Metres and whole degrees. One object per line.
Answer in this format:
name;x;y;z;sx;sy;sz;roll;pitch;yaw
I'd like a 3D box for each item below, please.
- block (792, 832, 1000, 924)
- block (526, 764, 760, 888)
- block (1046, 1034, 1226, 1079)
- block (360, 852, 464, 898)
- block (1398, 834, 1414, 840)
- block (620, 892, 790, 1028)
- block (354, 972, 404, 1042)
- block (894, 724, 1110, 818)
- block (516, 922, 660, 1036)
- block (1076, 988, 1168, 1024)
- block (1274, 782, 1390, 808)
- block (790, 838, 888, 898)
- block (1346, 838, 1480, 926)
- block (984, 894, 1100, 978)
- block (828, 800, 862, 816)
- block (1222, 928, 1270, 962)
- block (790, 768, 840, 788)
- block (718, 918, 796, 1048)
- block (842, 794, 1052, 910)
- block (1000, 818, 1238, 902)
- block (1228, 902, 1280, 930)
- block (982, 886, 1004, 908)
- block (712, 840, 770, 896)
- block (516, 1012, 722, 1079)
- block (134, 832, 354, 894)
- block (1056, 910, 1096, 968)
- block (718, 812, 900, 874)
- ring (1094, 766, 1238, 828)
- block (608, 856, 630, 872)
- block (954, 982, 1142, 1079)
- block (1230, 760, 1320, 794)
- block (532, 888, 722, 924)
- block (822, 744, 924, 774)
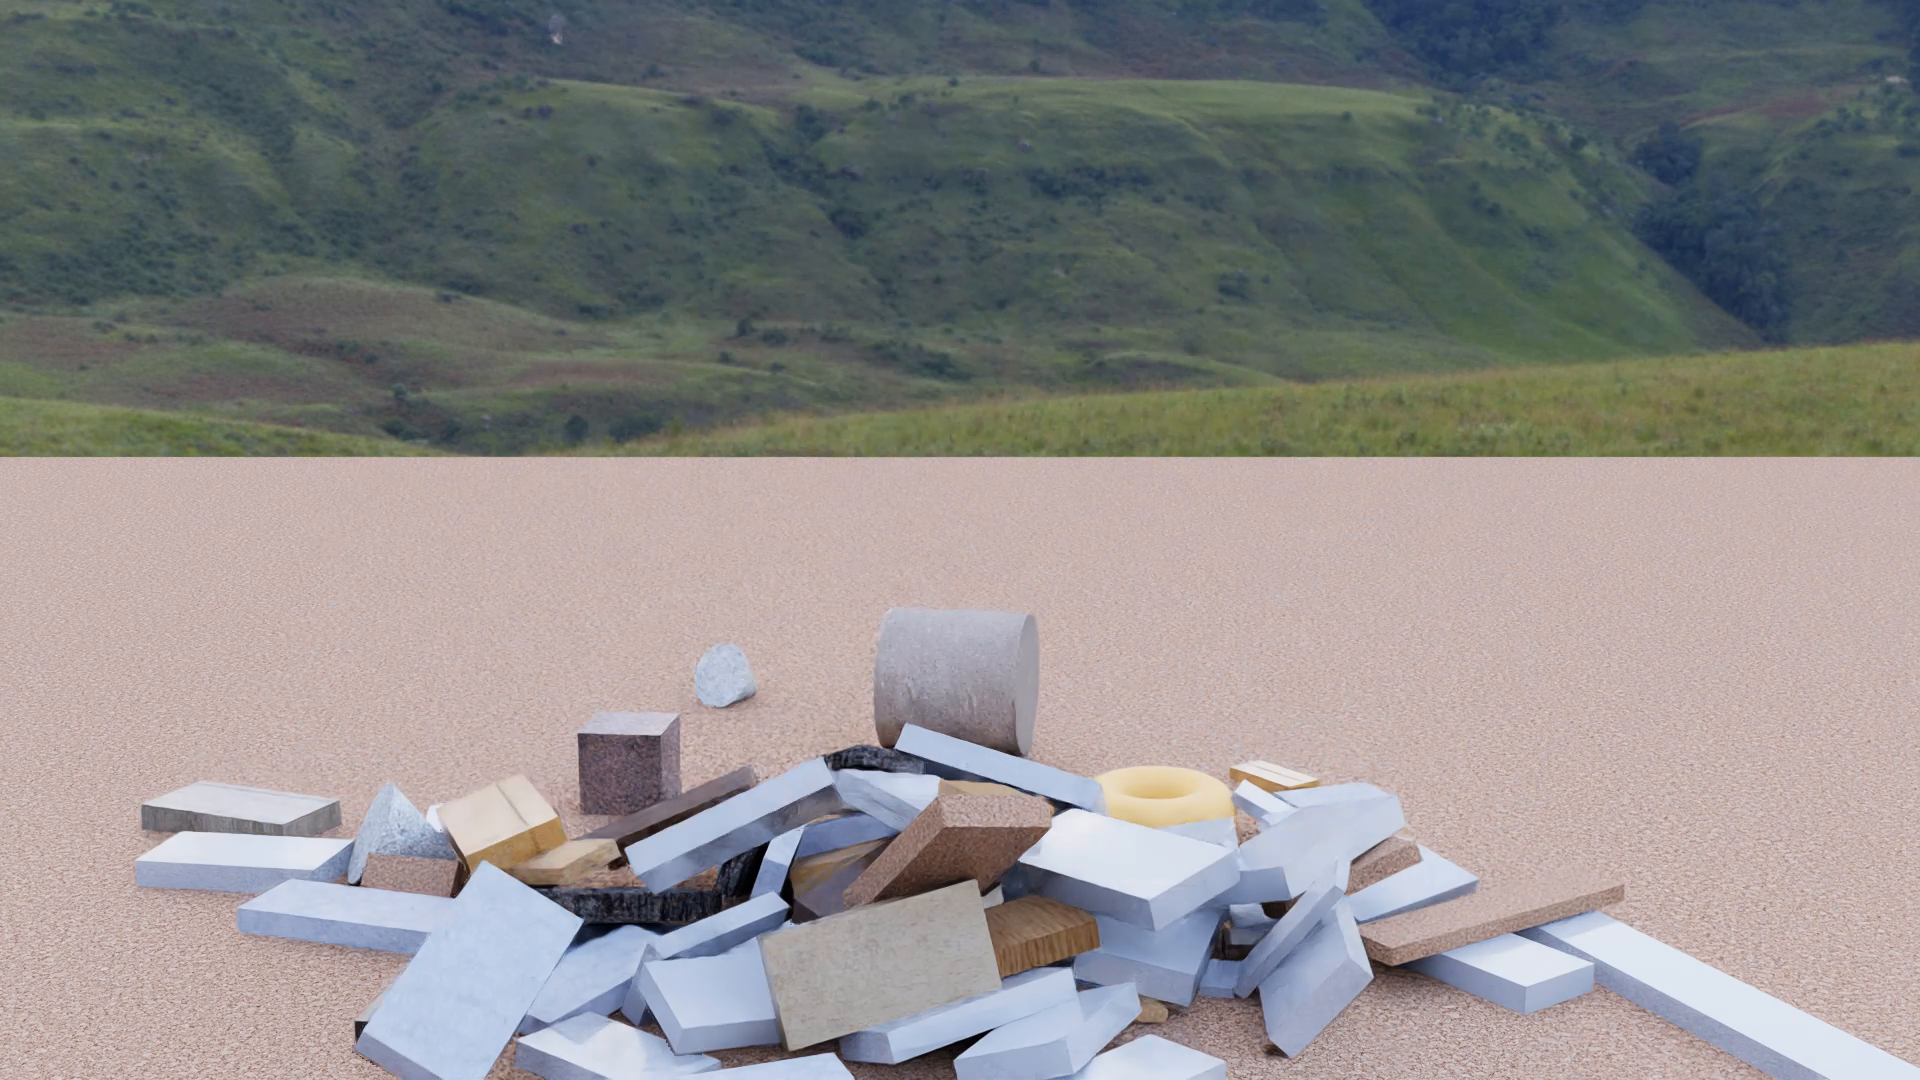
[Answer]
block;-0.092;0.535;3.337;0.154;0.044;0.309;30;36;28
block;-0.552;0.490;3.633;0.461;0.033;0.115;-23;11;1
block;0.202;0.697;2.785;0.260;0.037;0.130;-10;14;-42
block;-0.901;0.562;3.604;0.163;0.081;0.023;3;-25;14
block;0.677;0.542;3.737;0.184;0.026;0.092;-7;-18;-35
block;-0.368;0.608;3.203;0.037;0.131;0.263;37;29;27
block;-0.748;0.660;3.177;0.145;0.041;0.290;1;11;7
block;0.076;0.424;3.773;0.358;0.051;0.179;15;-26;18
block;-0.534;0.638;3.172;0.131;0.037;0.263;12;23;38
block;0.221;0.665;3.142;0.135;0.019;0.068;8;7;-21
block;0.699;0.491;4.128;0.196;0.028;0.098;-4;11;-19
block;-0.192;0.530;3.583;0.154;0.044;0.309;-13;-3;-3
block;0.687;0.568;3.578;0.304;0.043;0.152;-9;27;-40
block;0.033;0.583;3.160;0.299;0.042;0.149;-13;14;-20
block;-0.270;0.446;3.751;0.203;0.029;0.101;7;-14;-22
block;0.496;0.624;3.370;0.184;0.026;0.092;2;4;3
block;-0.171;0.431;3.808;0.230;0.033;0.115;1;-18;25
block;-0.208;0.622;3.254;0.156;0.044;0.420;26;22;27
block;-0.022;0.447;3.059;0.164;0.046;0.328;4;-33;-28
block;0.250;0.499;3.421;0.348;0.049;0.174;-10;3;13
block;0.476;0.593;3.527;0.092;0.026;0.185;-14;11;0
block;0.066;0.582;3.488;0.135;0.038;0.270;24;16;12
block;-0.342;0.512;3.532;0.029;0.103;0.207;22;-2;8
block;-0.460;0.704;2.956;0.263;0.037;0.131;9;14;39
block;-1.218;0.551;3.755;0.320;0.045;0.160;2;11;9
block;0.123;0.609;3.329;0.135;0.038;0.270;33;27;28
block;-0.251;0.505;3.713;0.309;0.044;0.154;-13;-4;1
ring;0.354;0.485;3.970;0.292;0.097;0.292;-1;12;0
block;-0.499;0.493;3.696;0.203;0.029;0.101;-24;6;-6
block;0.122;0.661;2.935;0.156;0.044;0.312;-15;-3;21
block;0.611;0.465;4.279;0.082;0.023;0.165;-8;13;-35
block;-0.529;0.560;3.376;0.153;0.043;0.307;-4;-9;38
block;-0.161;0.392;3.786;0.115;0.033;0.230;16;-17;-22
